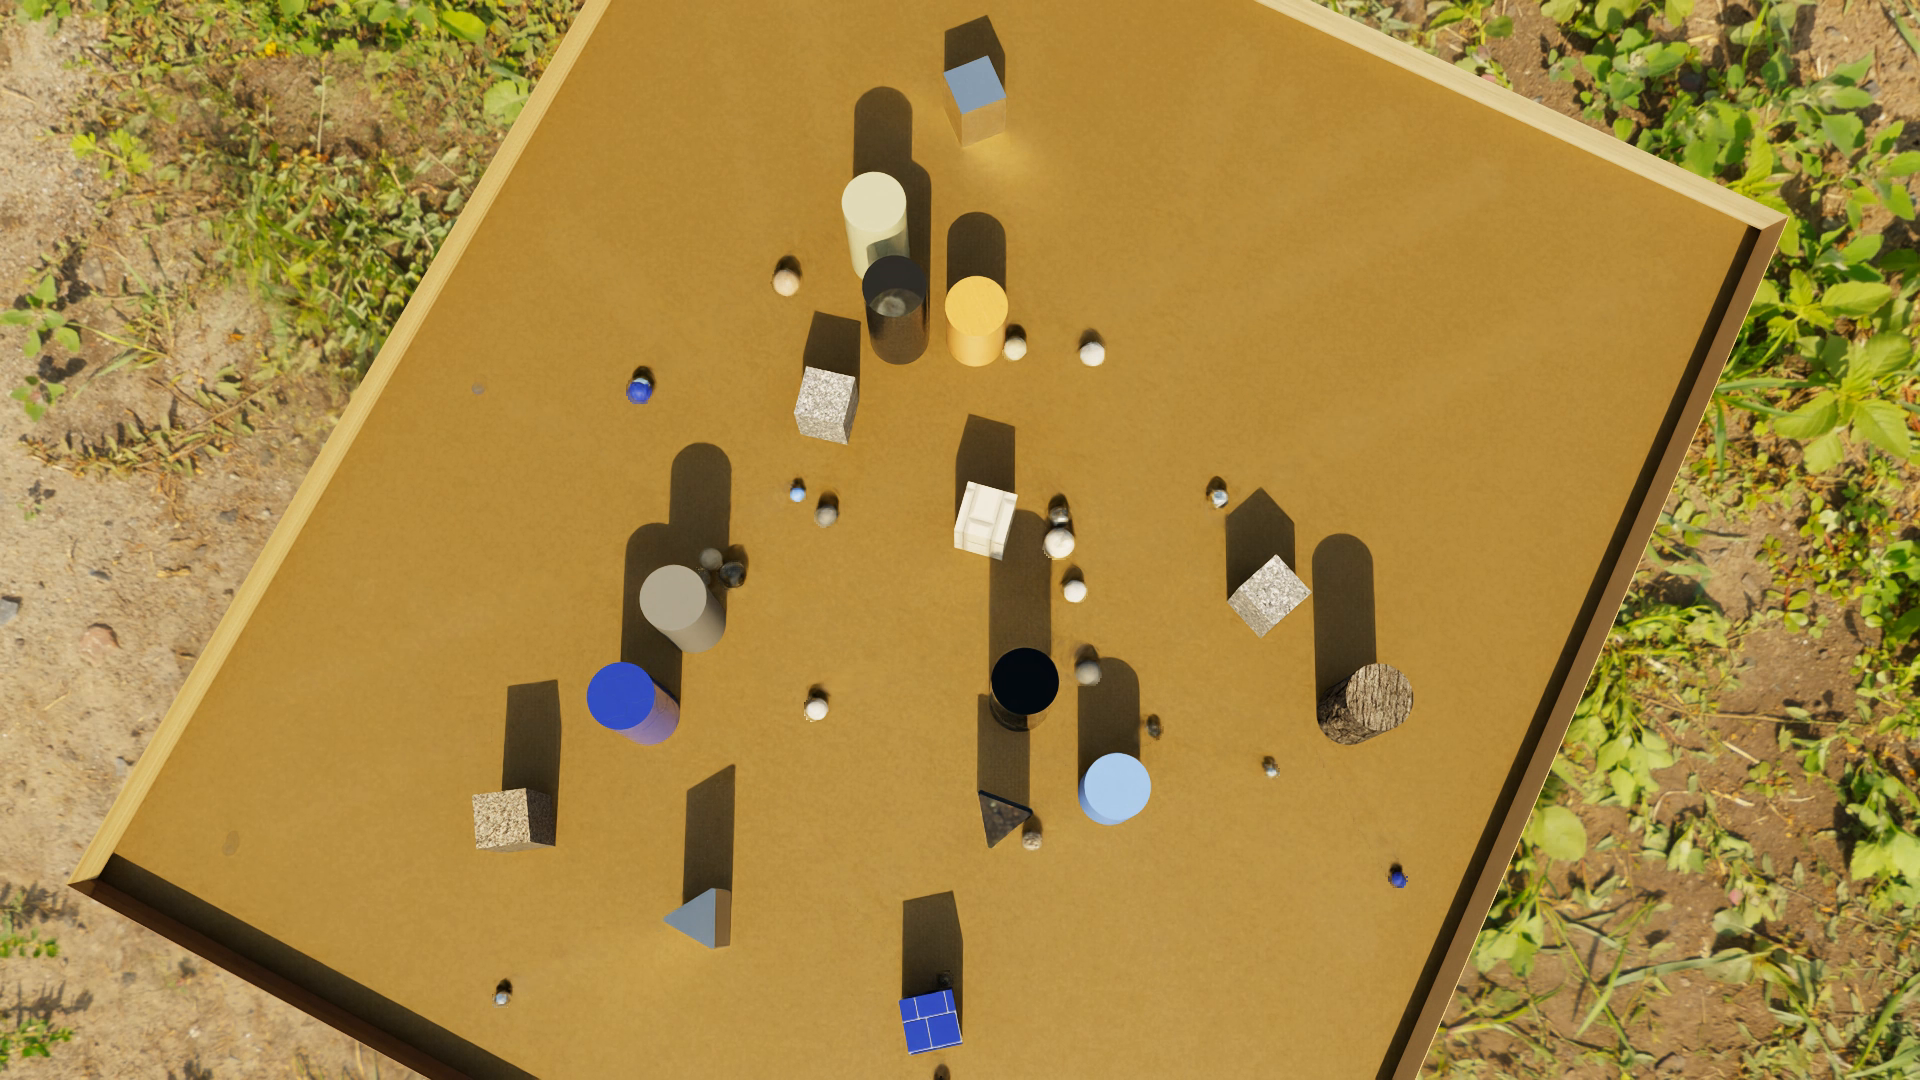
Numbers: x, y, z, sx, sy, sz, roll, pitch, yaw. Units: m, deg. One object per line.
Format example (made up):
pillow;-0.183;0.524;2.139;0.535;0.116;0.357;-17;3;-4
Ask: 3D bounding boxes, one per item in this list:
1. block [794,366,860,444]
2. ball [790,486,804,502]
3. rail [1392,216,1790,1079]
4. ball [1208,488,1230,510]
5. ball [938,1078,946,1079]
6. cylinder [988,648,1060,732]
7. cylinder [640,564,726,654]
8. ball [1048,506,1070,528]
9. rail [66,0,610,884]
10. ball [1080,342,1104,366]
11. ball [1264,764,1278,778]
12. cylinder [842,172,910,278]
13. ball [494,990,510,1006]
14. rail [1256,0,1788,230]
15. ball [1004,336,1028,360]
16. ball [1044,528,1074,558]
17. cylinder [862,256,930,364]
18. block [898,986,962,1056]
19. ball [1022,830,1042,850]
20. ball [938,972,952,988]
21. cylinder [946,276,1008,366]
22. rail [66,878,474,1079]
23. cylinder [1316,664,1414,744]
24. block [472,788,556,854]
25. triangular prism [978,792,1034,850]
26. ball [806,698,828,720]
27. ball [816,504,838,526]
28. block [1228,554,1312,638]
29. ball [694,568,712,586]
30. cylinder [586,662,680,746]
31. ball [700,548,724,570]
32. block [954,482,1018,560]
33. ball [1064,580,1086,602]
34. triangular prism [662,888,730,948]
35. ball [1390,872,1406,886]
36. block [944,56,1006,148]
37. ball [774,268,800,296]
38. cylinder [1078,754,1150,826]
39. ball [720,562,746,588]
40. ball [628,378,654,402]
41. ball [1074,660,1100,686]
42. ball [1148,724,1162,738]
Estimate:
block;-0.404;-0.407;5.578;0.150;0.240;0.150;13;79;3
ball;-0.499;-0.140;5.622;0.046;0.046;0.046;0;78;0
rail;1.634;0.807;5.386;0.045;0.122;4.137;26;80;5
ball;0.793;-0.126;5.610;0.063;0.063;0.063;0;78;0
ball;-0.051;1.572;5.266;0.049;0.049;0.049;0;78;0
cylinder;0.180;0.437;5.288;0.188;0.466;0.188;0;78;0
cylinder;-0.804;0.206;5.348;0.188;0.442;0.188;0;78;0
ball;0.304;-0.072;5.598;0.065;0.065;0.065;0;78;0
rail;-1.634;-0.794;5.717;0.045;0.122;4.137;26;80;5
ball;0.412;-0.577;5.696;0.078;0.078;0.078;0;78;0
ball;0.926;0.689;5.453;0.040;0.040;0.040;0;78;0
cylinder;-0.252;-0.941;5.578;0.188;0.456;0.188;0;78;0
ball;-1.328;1.332;5.318;0.045;0.045;0.045;0;78;0
rail;0.914;-1.785;5.922;3.702;0.122;0.045;26;80;5
ball;0.172;-0.597;5.702;0.074;0.074;0.074;0;78;0
ball;0.302;0.009;5.567;0.094;0.094;0.094;0;78;0
cylinder;-0.189;-0.686;5.520;0.188;0.467;0.188;0;78;0
block;-0.082;1.362;5.203;0.150;0.257;0.150;-11;79;-2
ball;0.213;0.884;5.402;0.061;0.061;0.061;0;78;0
ball;-0.042;1.280;5.330;0.042;0.042;0.042;0;78;0
cylinder;0.049;-0.664;5.597;0.188;0.306;0.188;0;78;0
rail;-0.914;1.798;5.181;3.702;0.122;0.045;26;80;5
cylinder;1.165;0.479;5.297;0.188;0.432;0.188;0;78;0
block;-1.283;0.811;5.282;0.150;0.326;0.150;-7;78;-2
triangular prism;0.100;0.790;5.305;0.163;0.289;0.141;-39;81;-7
ball;-0.428;0.505;5.478;0.066;0.066;0.066;0;78;0
ball;-0.407;-0.077;5.598;0.067;0.067;0.067;0;78;0
block;0.918;0.171;5.456;0.150;0.246;0.150;-41;81;-8
ball;-0.785;0.117;5.561;0.060;0.060;0.060;0;78;0
cylinder;-0.935;0.477;5.281;0.188;0.464;0.188;0;78;0
ball;-0.754;0.059;5.569;0.069;0.069;0.069;0;78;0
block;0.076;-0.055;5.494;0.150;0.262;0.150;16;79;3
ball;0.347;0.155;5.550;0.068;0.068;0.068;0;78;0
triangular prism;-0.714;1.058;5.220;0.163;0.347;0.141;29;80;6
ball;1.289;0.996;5.389;0.042;0.042;0.042;0;78;0
block;0.046;-1.378;5.773;0.150;0.252;0.150;-22;79;-5
ball;-0.543;-0.807;5.740;0.084;0.084;0.084;0;78;0
cylinder;0.445;0.725;5.315;0.188;0.296;0.188;0;78;0
ball;-0.688;0.106;5.552;0.083;0.083;0.083;0;78;0
ball;-0.988;-0.463;5.674;0.075;0.075;0.075;0;78;0
ball;0.382;0.397;5.495;0.077;0.077;0.077;0;78;0
ball;0.581;0.570;5.476;0.044;0.044;0.044;0;78;0
